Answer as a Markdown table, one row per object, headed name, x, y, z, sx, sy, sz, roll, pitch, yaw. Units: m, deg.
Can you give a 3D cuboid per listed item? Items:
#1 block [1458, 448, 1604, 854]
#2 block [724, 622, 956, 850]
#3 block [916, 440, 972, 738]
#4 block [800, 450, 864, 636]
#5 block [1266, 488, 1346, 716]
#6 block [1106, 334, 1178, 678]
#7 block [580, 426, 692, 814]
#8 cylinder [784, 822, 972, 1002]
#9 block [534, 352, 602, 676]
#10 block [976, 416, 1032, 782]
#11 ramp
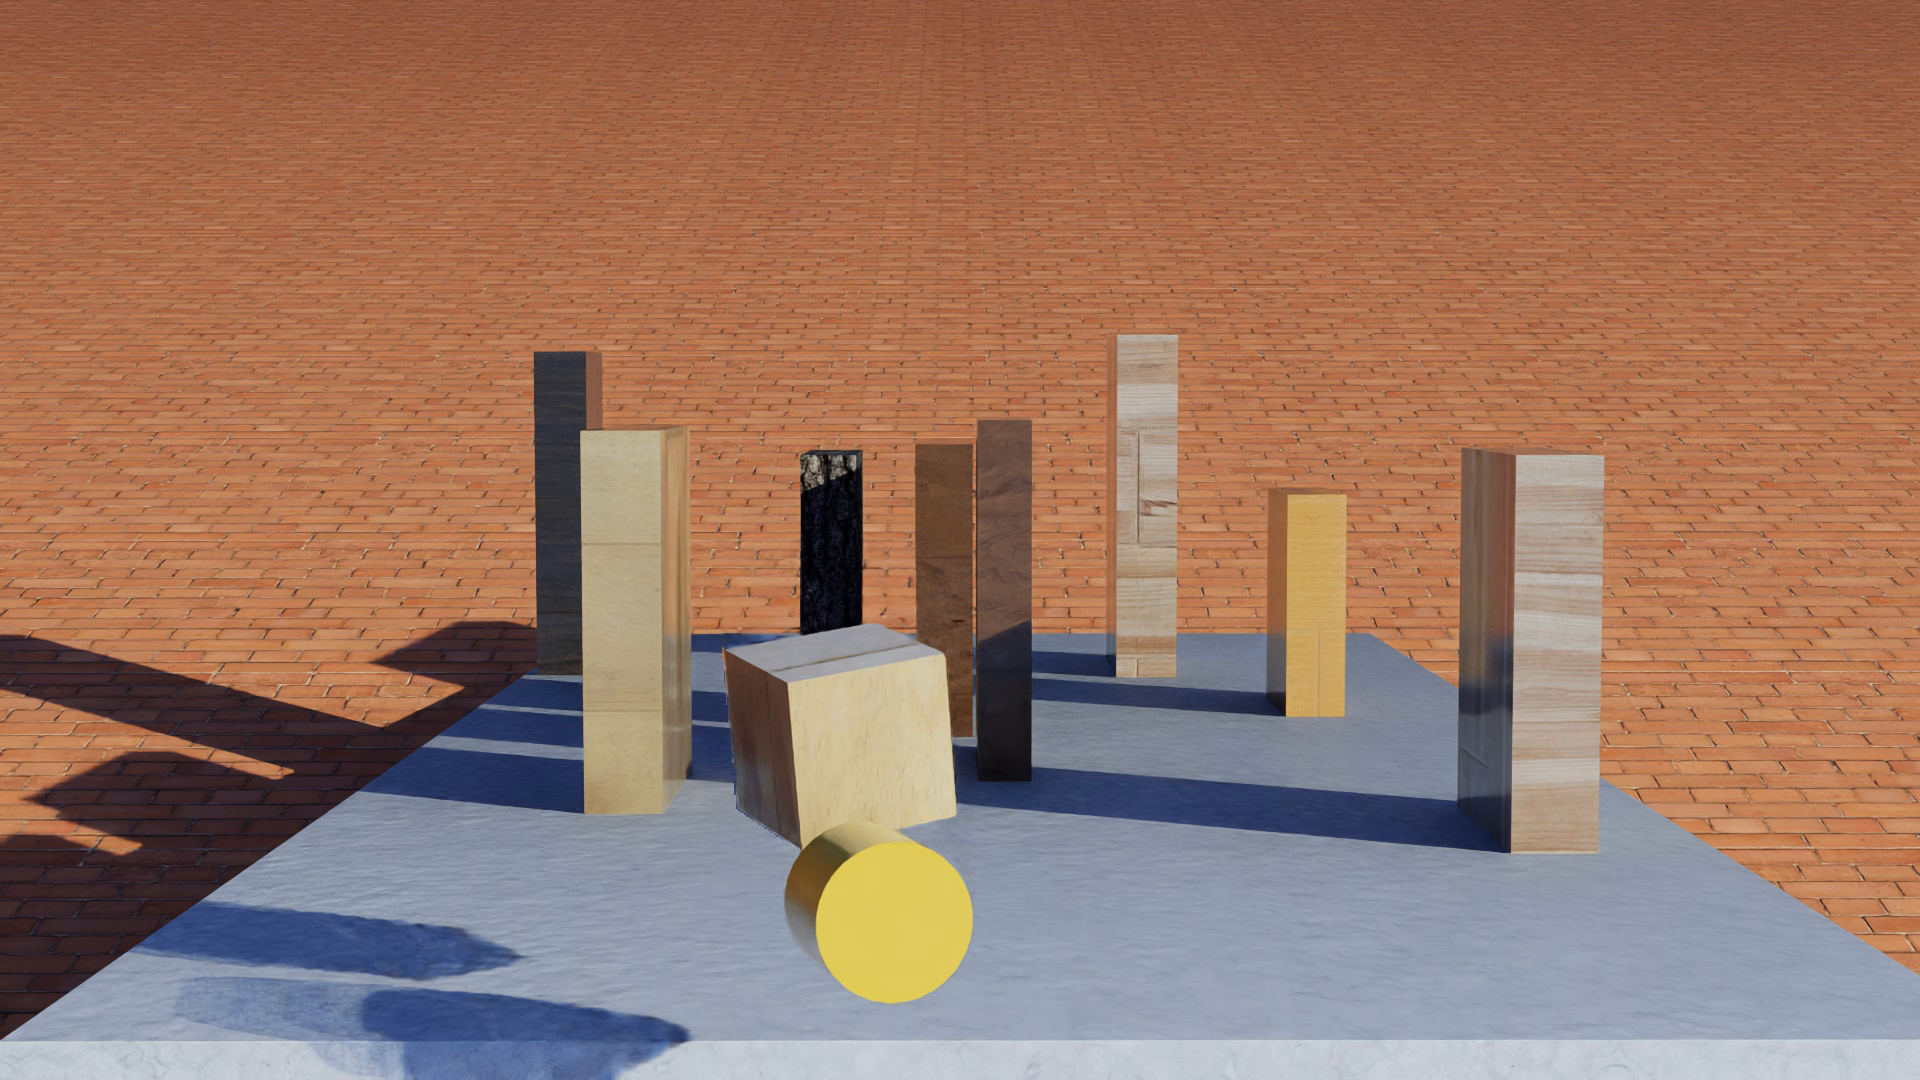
| name | x | y | z | sx | sy | sz | roll | pitch | yaw |
| --- | --- | --- | --- | --- | --- | --- | --- | --- | --- |
| block | 0.816 | 0.145 | 3.696 | 0.120 | 0.547 | 0.378 | 0 | 4 | 0 |
| block | -0.124 | 0.197 | 2.634 | 0.171 | 0.171 | 0.171 | -10 | 13 | -25 |
| block | -0.029 | 0.082 | 4.818 | 0.104 | 0.531 | 0.347 | 0 | 4 | 0 |
| block | -0.246 | 0.084 | 4.969 | 0.104 | 0.507 | 0.347 | 0 | 4 | 0 |
| block | 0.683 | 0.116 | 5.079 | 0.113 | 0.428 | 0.312 | 0 | 4 | 0 |
| block | 0.404 | -0.084 | 5.745 | 0.130 | 0.743 | 0.382 | 0 | 4 | 0 |
| block | -0.505 | 0.110 | 4.041 | 0.118 | 0.574 | 0.424 | 0 | 4 | 0 |
| cylinder | -0.077 | 0.343 | 2.383 | 0.146 | 0.146 | 0.146 | -5 | 3 | -15 |
| block | -0.870 | -0.065 | 5.728 | 0.114 | 0.707 | 0.258 | 0 | 4 | 0 |
| block | 0.072 | 0.088 | 4.304 | 0.087 | 0.584 | 0.338 | 0 | 4 | 0 |
| ramp | 0.046 | 0.416 | 4.535 | 2.000 | 0.100 | 4.000 | 0 | 4 | 0 |
